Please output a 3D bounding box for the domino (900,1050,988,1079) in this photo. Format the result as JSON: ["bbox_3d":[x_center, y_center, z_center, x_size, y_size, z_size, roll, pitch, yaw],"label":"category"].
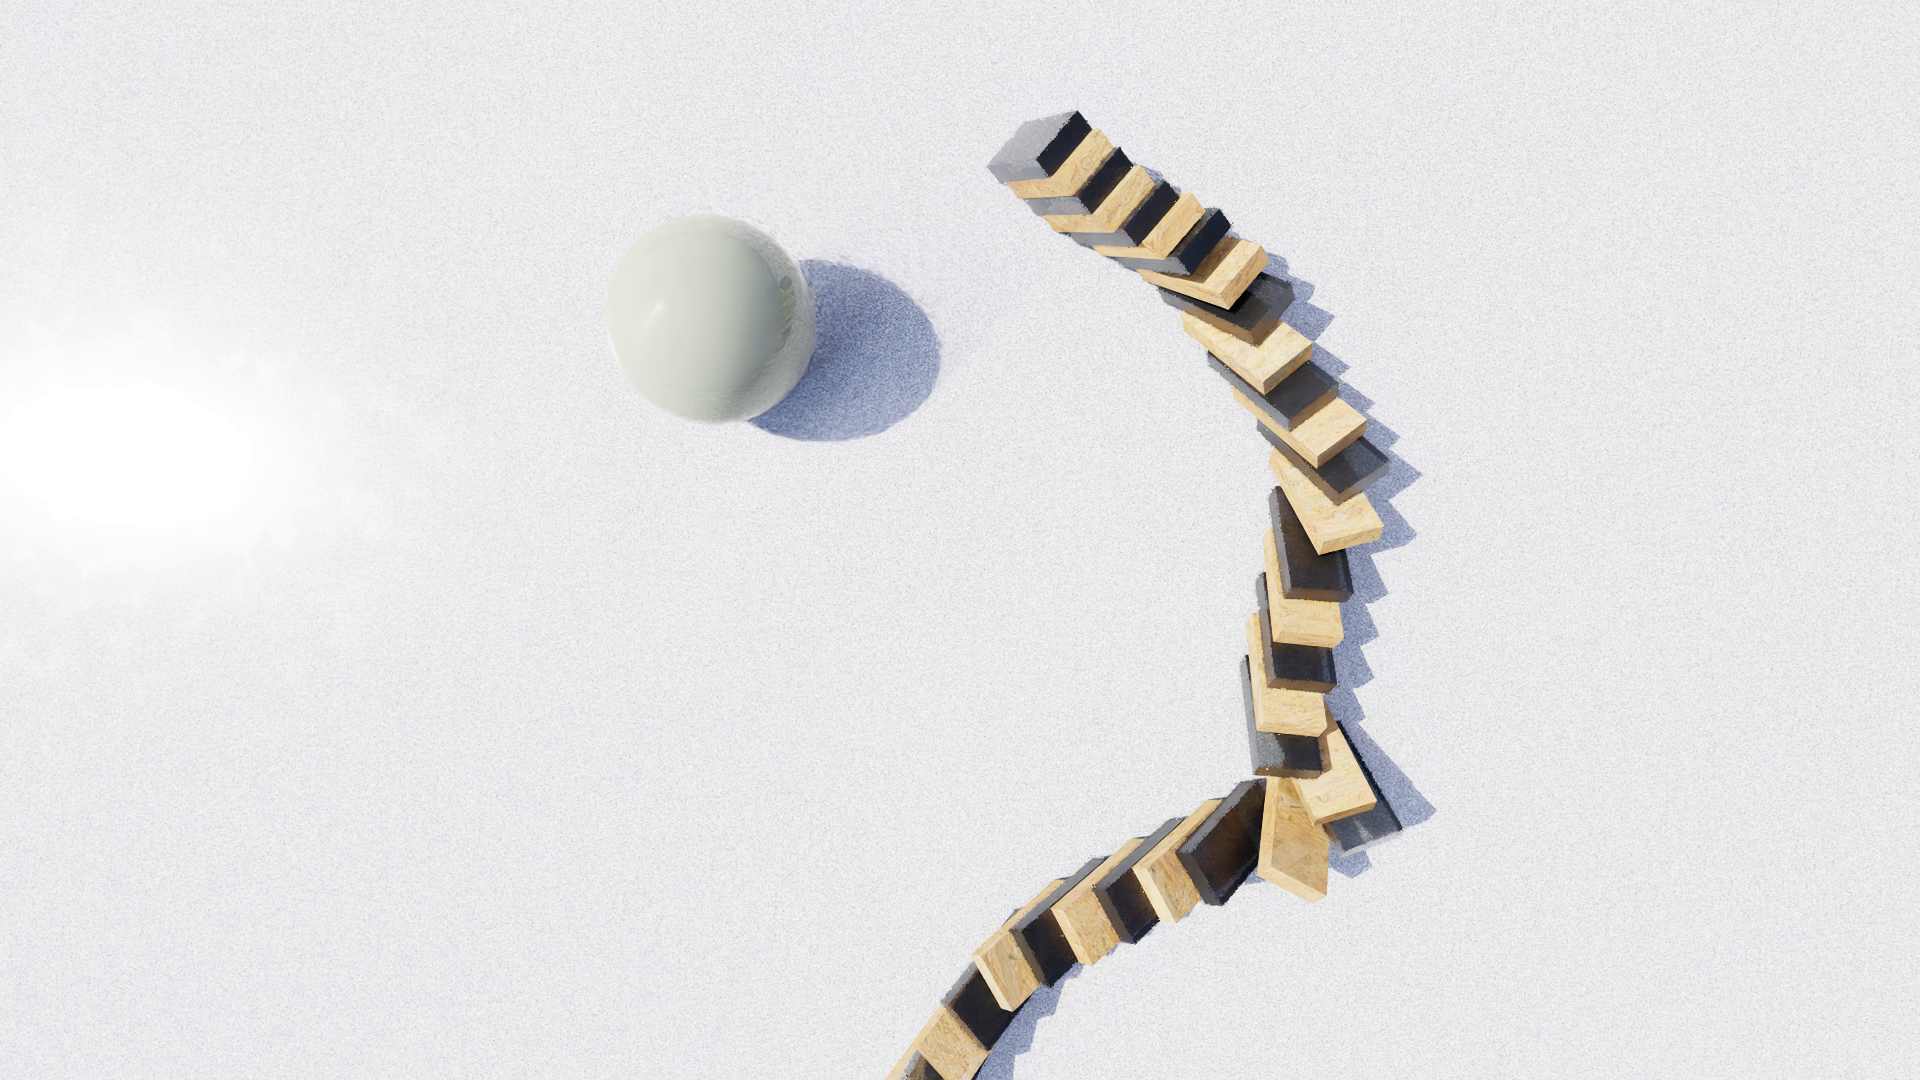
[{"bbox_3d":[-0.004,0.217,0.384,0.025,0.010,0.050,37,61,0],"label":"domino"}]

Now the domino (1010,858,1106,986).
[{"bbox_3d":[0.047,0.159,0.383,0.050,0.009,0.025,-27,88,-32],"label":"domino"}]

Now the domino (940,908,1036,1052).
[{"bbox_3d":[0.018,0.183,0.383,0.050,0.010,0.025,-40,90,-31],"label":"domino"}]

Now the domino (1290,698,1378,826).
[{"bbox_3d":[0.148,0.090,0.381,0.025,0.010,0.050,-17,53,2],"label":"domino"}]

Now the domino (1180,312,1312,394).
[{"bbox_3d":[0.119,-0.085,0.382,0.025,0.009,0.050,-39,57,0],"label":"domino"}]

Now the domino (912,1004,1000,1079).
[{"bbox_3d":[0.006,0.198,0.383,0.025,0.010,0.050,47,59,1],"label":"domino"}]

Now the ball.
[{"bbox_3d":[-0.097,-0.086,0.360,0.080,0.080,0.080,0,90,0],"label":"ball"}]

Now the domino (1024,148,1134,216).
[{"bbox_3d":[0.047,-0.146,0.376,0.009,0.050,0.025,41,90,-28],"label":"domino"}]

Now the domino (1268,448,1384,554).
[{"bbox_3d":[0.151,-0.019,0.381,0.025,0.010,0.050,-14,54,-1],"label":"domino"}]

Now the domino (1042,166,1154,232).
[{"bbox_3d":[0.056,-0.139,0.376,0.010,0.050,0.025,41,90,-28],"label":"domino"}]

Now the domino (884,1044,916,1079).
[{"bbox_3d":[-0.017,0.235,0.395,0.025,0.009,0.050,37,90,0],"label":"domino"}]

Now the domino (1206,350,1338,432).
[{"bbox_3d":[0.129,-0.070,0.382,0.025,0.010,0.050,-37,56,-1],"label":"domino"}]

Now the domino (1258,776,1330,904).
[{"bbox_3d":[0.139,0.120,0.379,0.025,0.009,0.050,28,45,-1],"label":"domino"}]

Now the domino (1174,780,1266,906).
[{"bbox_3d":[0.114,0.126,0.382,0.050,0.010,0.025,-31,90,-34],"label":"domino"}]

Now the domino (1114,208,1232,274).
[{"bbox_3d":[0.085,-0.123,0.376,0.010,0.050,0.025,41,90,-29],"label":"domino"}]

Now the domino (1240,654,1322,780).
[{"bbox_3d":[0.133,0.073,0.382,0.025,0.009,0.050,3,55,1],"label":"domino"}]

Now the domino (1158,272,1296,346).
[{"bbox_3d":[0.110,-0.103,0.381,0.025,0.009,0.050,-49,52,0],"label":"domino"}]

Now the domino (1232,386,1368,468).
[{"bbox_3d":[0.141,-0.055,0.382,0.025,0.009,0.050,-36,56,-3],"label":"domino"}]

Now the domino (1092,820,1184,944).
[{"bbox_3d":[0.081,0.142,0.383,0.050,0.010,0.025,-28,90,-31],"label":"domino"}]

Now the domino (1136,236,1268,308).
[{"bbox_3d":[0.099,-0.114,0.378,0.025,0.050,0.010,-50,133,-1],"label":"domino"}]

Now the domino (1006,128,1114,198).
[{"bbox_3d":[0.040,-0.154,0.376,0.010,0.050,0.025,41,90,-28],"label":"domino"}]

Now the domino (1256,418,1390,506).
[{"bbox_3d":[0.150,-0.040,0.382,0.025,0.010,0.050,-33,56,-3],"label":"domino"}]

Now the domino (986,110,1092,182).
[{"bbox_3d":[0.031,-0.160,0.376,0.010,0.050,0.025,41,90,-28],"label":"domino"}]

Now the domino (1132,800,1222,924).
[{"bbox_3d":[0.097,0.133,0.383,0.050,0.009,0.025,-28,90,-31],"label":"domino"}]

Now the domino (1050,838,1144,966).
[{"bbox_3d":[0.064,0.150,0.383,0.050,0.009,0.025,-28,89,-32],"label":"domino"}]

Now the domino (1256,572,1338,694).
[{"bbox_3d":[0.139,0.038,0.382,0.025,0.010,0.050,6,56,0],"label":"domino"}]

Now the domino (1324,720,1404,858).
[{"bbox_3d":[0.158,0.103,0.381,0.025,0.010,0.050,-19,53,0],"label":"domino"}]

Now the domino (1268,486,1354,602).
[{"bbox_3d":[0.146,0.001,0.383,0.025,0.009,0.050,4,58,0],"label":"domino"}]

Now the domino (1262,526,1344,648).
[{"bbox_3d":[0.143,0.019,0.383,0.025,0.010,0.050,6,58,0],"label":"domino"}]

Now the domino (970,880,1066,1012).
[{"bbox_3d":[0.031,0.168,0.383,0.050,0.009,0.025,-29,88,-32],"label":"domino"}]

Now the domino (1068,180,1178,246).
[{"bbox_3d":[0.065,-0.134,0.376,0.009,0.050,0.025,41,90,-28],"label":"domino"}]

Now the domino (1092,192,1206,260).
[{"bbox_3d":[0.075,-0.129,0.376,0.009,0.050,0.025,41,90,-28],"label":"domino"}]

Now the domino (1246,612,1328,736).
[{"bbox_3d":[0.135,0.055,0.382,0.025,0.010,0.050,6,55,1],"label":"domino"}]
